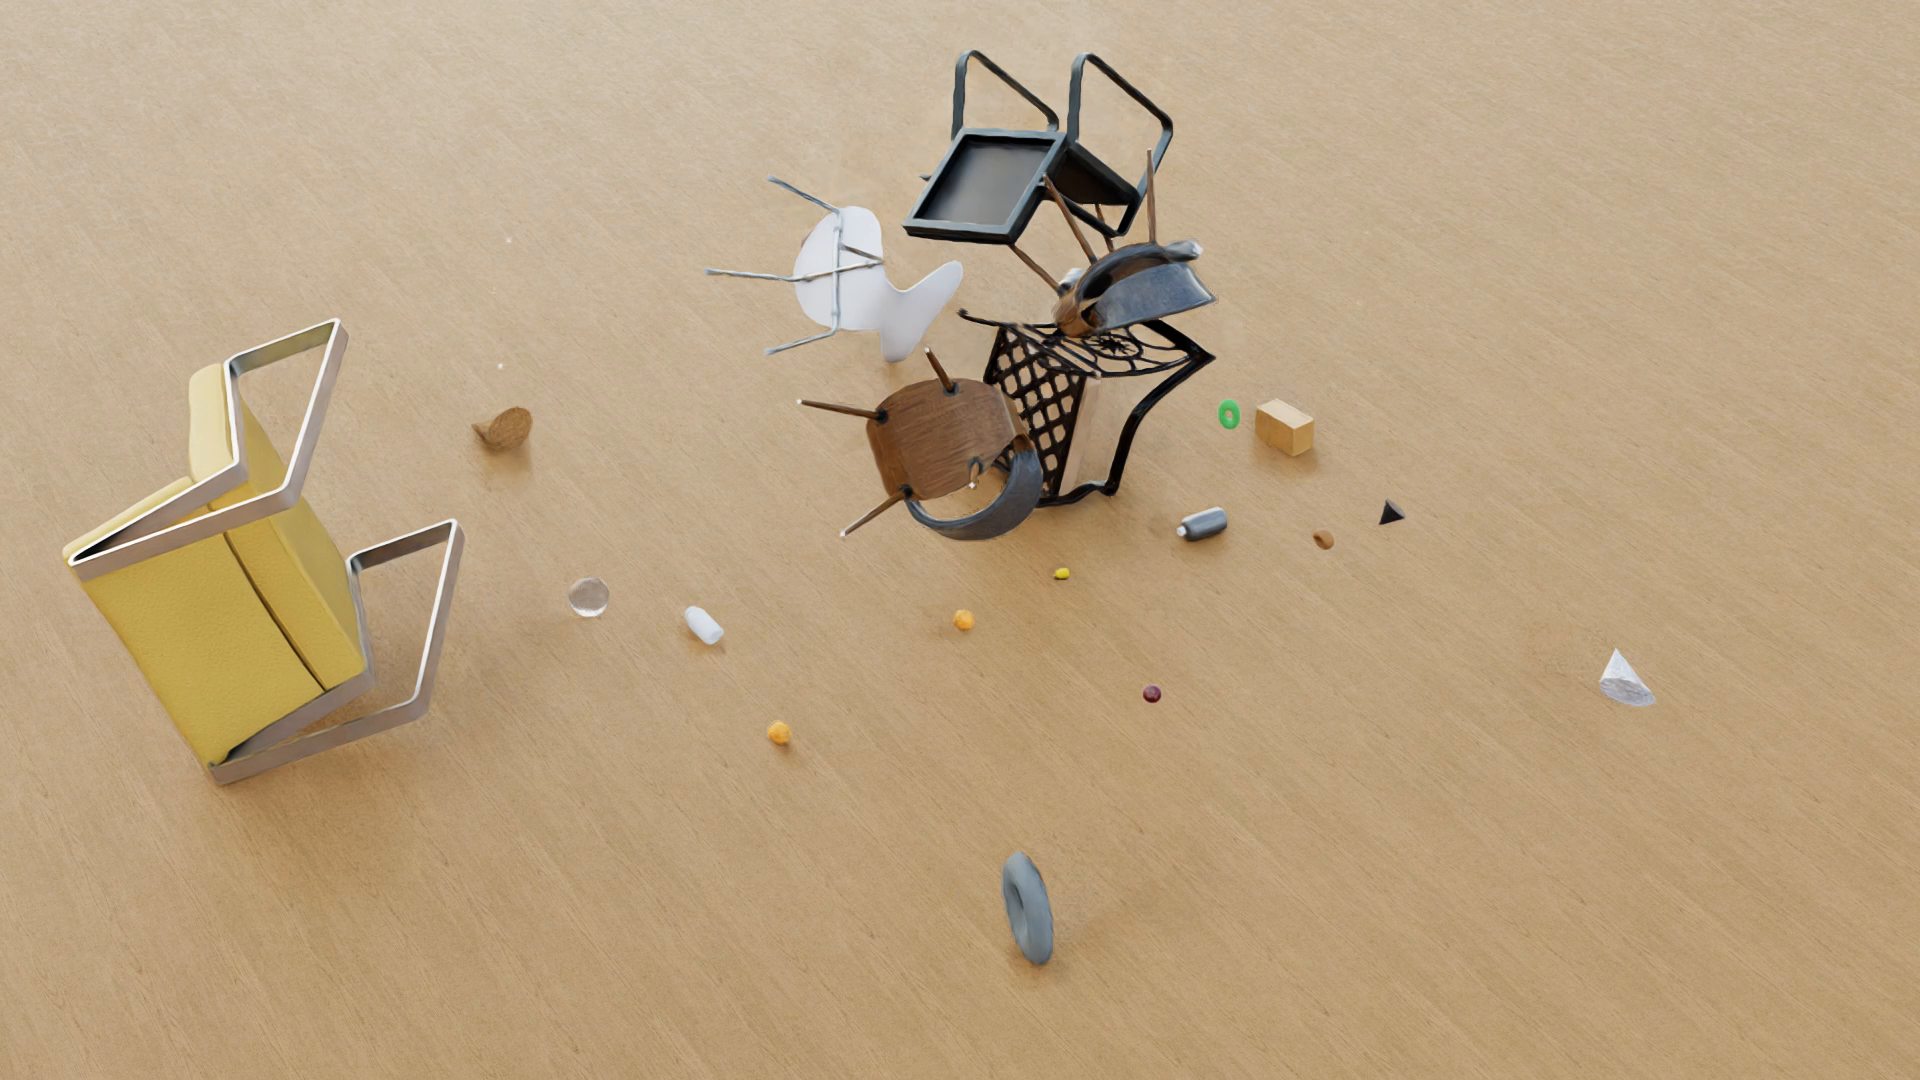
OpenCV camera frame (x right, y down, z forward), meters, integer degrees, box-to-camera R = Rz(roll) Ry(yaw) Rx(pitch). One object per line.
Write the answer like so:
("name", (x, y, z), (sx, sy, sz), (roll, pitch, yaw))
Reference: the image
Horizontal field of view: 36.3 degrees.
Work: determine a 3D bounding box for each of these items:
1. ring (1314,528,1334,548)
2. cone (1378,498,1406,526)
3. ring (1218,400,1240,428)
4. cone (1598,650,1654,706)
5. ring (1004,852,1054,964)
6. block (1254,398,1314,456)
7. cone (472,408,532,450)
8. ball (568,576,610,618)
("ring", (1.337, -0.005, 10.770), (0.087, 0.080, 0.042), (34, 73, 24))
("cone", (1.605, -0.087, 11.012), (0.103, 0.094, 0.096), (37, 20, -19))
("ring", (0.955, -0.446, 10.398), (0.082, 0.136, 0.023), (6, 43, 14))
("cone", (2.253, 0.443, 9.992), (0.239, 0.103, 0.197), (22, 42, -25))
("ring", (0.208, 1.126, 8.963), (0.080, 0.349, 0.233), (-10, -9, -20))
("block", (1.273, -0.441, 11.497), (0.112, 0.129, 0.209), (-24, 40, -32))
("cone", (-1.850, -0.446, 11.554), (0.249, 0.153, 0.228), (7, 34, 42))
("ball", (-1.328, 0.204, 10.504), (0.144, 0.144, 0.144), (0, 33, 0))
